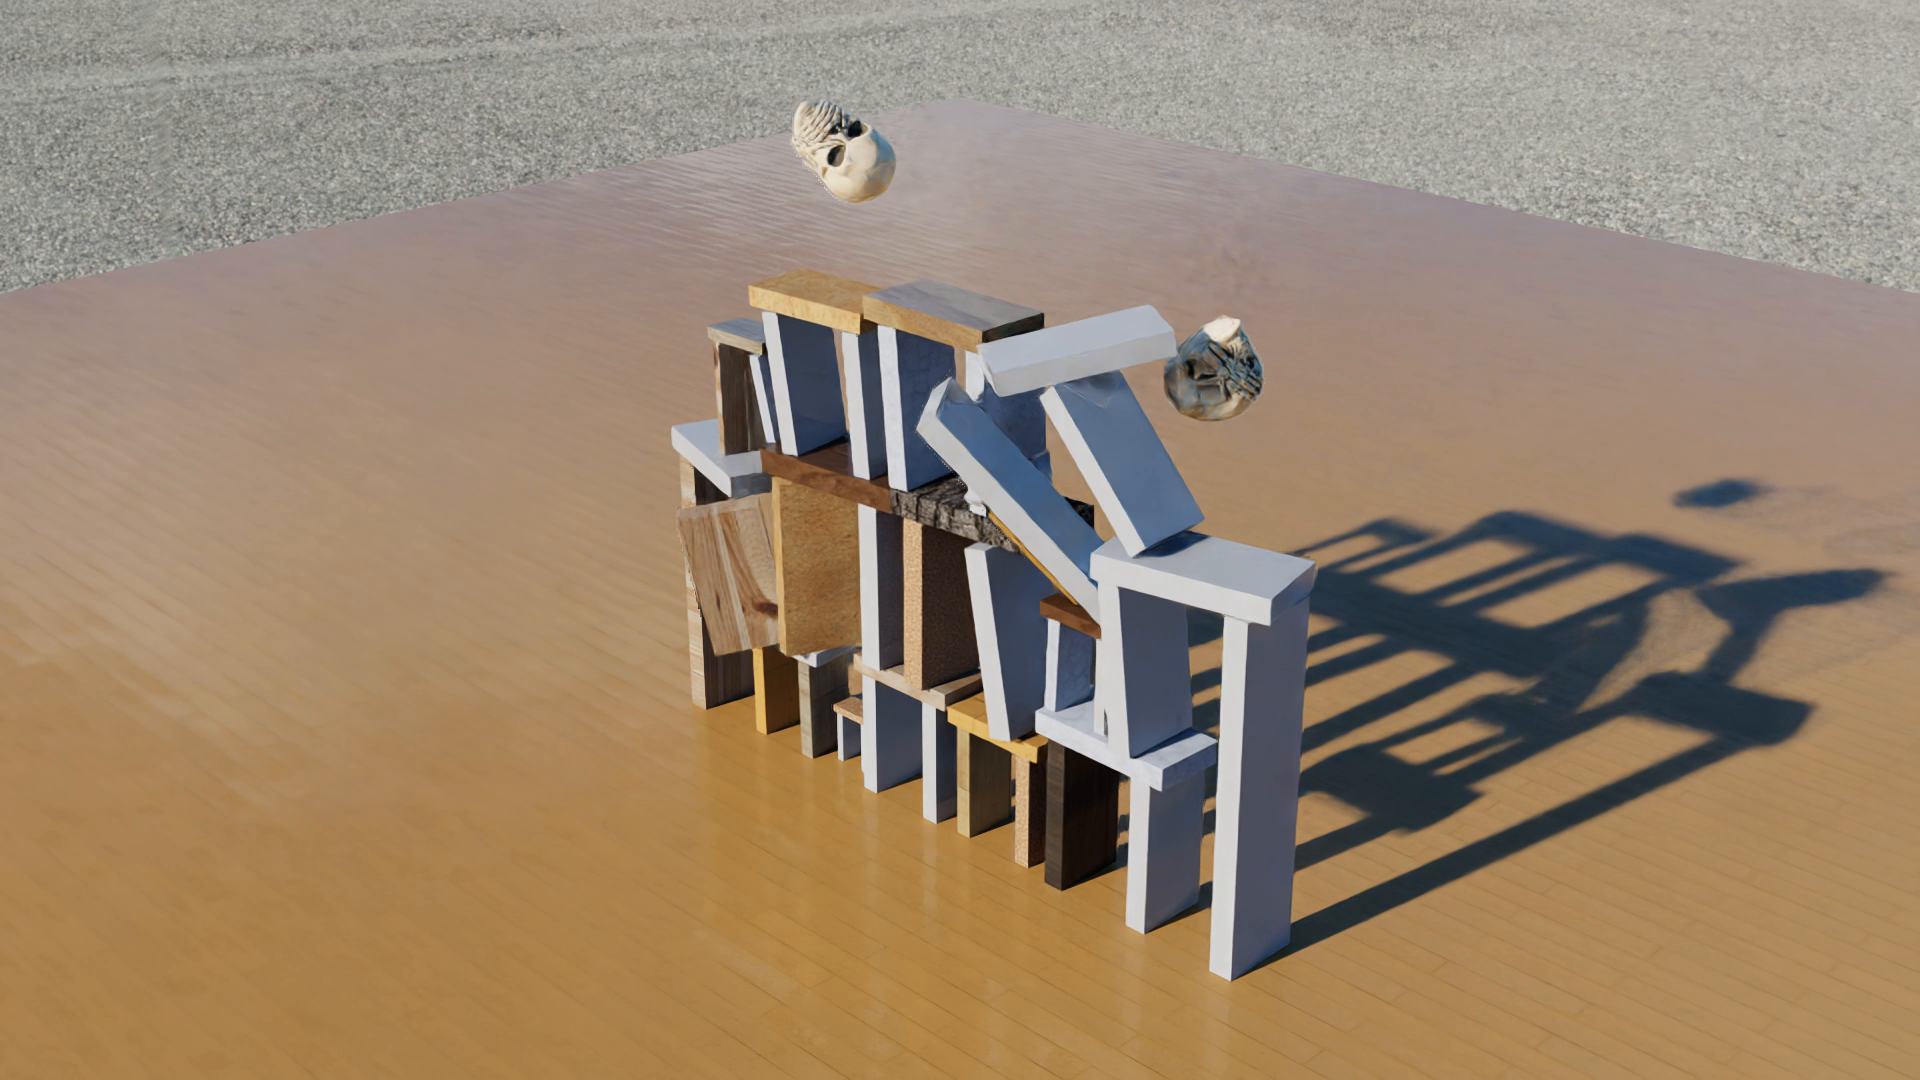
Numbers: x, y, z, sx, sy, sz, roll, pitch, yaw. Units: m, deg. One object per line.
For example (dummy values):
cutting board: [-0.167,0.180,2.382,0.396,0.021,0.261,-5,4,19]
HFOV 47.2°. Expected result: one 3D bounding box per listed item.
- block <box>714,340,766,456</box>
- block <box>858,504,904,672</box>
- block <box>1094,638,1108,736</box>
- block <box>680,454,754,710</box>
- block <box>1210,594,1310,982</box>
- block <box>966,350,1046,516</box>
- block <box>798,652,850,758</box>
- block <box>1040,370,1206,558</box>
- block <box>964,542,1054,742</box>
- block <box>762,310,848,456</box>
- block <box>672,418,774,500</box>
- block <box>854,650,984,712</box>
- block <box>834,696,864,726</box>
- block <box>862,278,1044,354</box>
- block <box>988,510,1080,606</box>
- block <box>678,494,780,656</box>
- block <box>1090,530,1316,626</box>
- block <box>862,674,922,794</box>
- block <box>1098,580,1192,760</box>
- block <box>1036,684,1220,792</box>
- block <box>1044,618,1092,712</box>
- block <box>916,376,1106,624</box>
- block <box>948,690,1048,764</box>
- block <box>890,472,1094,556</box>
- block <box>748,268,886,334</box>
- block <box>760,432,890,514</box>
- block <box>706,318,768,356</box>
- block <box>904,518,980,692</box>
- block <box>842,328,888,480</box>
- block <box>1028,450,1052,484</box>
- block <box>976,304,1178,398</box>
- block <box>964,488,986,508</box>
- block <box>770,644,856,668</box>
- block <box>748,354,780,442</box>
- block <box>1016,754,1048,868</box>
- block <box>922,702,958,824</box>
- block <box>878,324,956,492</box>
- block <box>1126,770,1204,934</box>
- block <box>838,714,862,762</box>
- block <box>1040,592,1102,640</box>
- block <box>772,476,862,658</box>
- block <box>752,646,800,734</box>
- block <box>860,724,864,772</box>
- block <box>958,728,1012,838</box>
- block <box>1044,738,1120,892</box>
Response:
block: [-0.452,-0.299,4.519,0.091,0.240,0.026,-11,23,-25]
block: [-0.117,0.070,4.382,0.175,0.350,0.050,-22,31,-40]
block: [0.289,0.254,4.000,0.095,0.191,0.027,-20,31,-37]
block: [-0.521,0.074,4.827,0.047,0.593,0.166,21,31,41]
block: [0.522,0.432,3.847,0.049,0.699,0.171,21,31,41]
block: [0.086,-0.218,4.059,0.159,0.319,0.045,-21,29,-40]
block: [-0.287,0.339,4.664,0.032,0.228,0.114,21,33,38]
block: [0.282,-0.141,3.816,0.160,0.320,0.045,-24,-8,-40]
block: [0.109,0.172,4.166,0.050,0.379,0.177,7,22,41]
block: [-0.307,-0.329,4.365,0.041,0.291,0.145,10,26,40]
block: [-0.465,-0.178,4.602,0.167,0.047,0.333,-11,26,-25]
block: [-0.076,0.265,4.419,0.262,0.037,0.131,21,31,41]
block: [-0.207,0.361,4.610,0.110,0.016,0.055,21,31,41]
block: [-0.013,-0.414,4.057,0.159,0.045,0.319,-21,30,-40]
block: [0.149,0.016,3.973,0.056,0.240,0.016,-52,18,-23]
block: [-0.460,0.075,4.519,0.166,0.333,0.047,-11,31,0]
block: [0.416,0.052,3.774,0.343,0.049,0.171,15,29,30]
block: [-0.138,0.378,4.534,0.131,0.262,0.037,-21,31,-41]
block: [0.332,0.200,3.926,0.171,0.343,0.049,-23,26,-39]
block: [0.305,0.362,4.051,0.156,0.044,0.312,-21,31,-40]
block: [0.203,0.217,4.086,0.095,0.191,0.027,-22,34,-40]
block: [0.118,-0.068,3.910,0.045,0.494,0.160,-36,17,26]
block: [0.103,0.357,4.262,0.120,0.034,0.239,-21,31,-40]
block: [0.059,-0.058,4.156,0.354,0.050,0.177,18,29,37]
block: [-0.253,-0.465,4.257,0.291,0.041,0.145,18,31,36]
block: [-0.209,-0.144,4.369,0.350,0.050,0.175,18,31,36]
block: [-0.419,-0.411,4.438,0.091,0.026,0.182,-20,28,-39]
block: [-0.029,0.102,4.301,0.177,0.354,0.050,-21,31,-40]
block: [-0.152,-0.278,4.247,0.041,0.291,0.145,14,28,38]
block: [0.147,-0.103,4.049,0.016,0.112,0.056,10,26,40]
block: [0.202,-0.332,3.844,0.320,0.045,0.160,-14,24,-5]
block: [0.061,-0.108,3.999,0.112,0.016,0.056,-49,33,-16]
block: [-0.344,0.199,4.655,0.228,0.032,0.114,21,33,37]
block: [-0.368,-0.298,4.439,0.026,0.182,0.091,7,26,41]
block: [0.162,0.505,4.264,0.034,0.239,0.120,21,31,40]
block: [-0.015,0.427,4.420,0.037,0.262,0.131,21,31,41]
block: [-0.075,-0.269,4.186,0.045,0.319,0.159,14,27,39]
block: [0.379,0.555,4.052,0.156,0.312,0.044,-21,31,-41]
block: [-0.233,0.408,4.658,0.016,0.110,0.055,21,31,41]
block: [0.246,0.137,3.996,0.095,0.027,0.191,-21,31,-39]
block: [-0.286,0.042,4.494,0.175,0.389,0.050,-10,28,-19]
block: [-0.391,0.297,4.769,0.114,0.228,0.032,-21,30,-41]
block: [-0.181,0.428,4.611,0.016,0.110,0.055,21,31,41]
block: [0.049,0.461,4.368,0.120,0.239,0.034,-21,31,-40]
block: [0.234,0.497,4.188,0.156,0.312,0.044,-20,30,-40]
